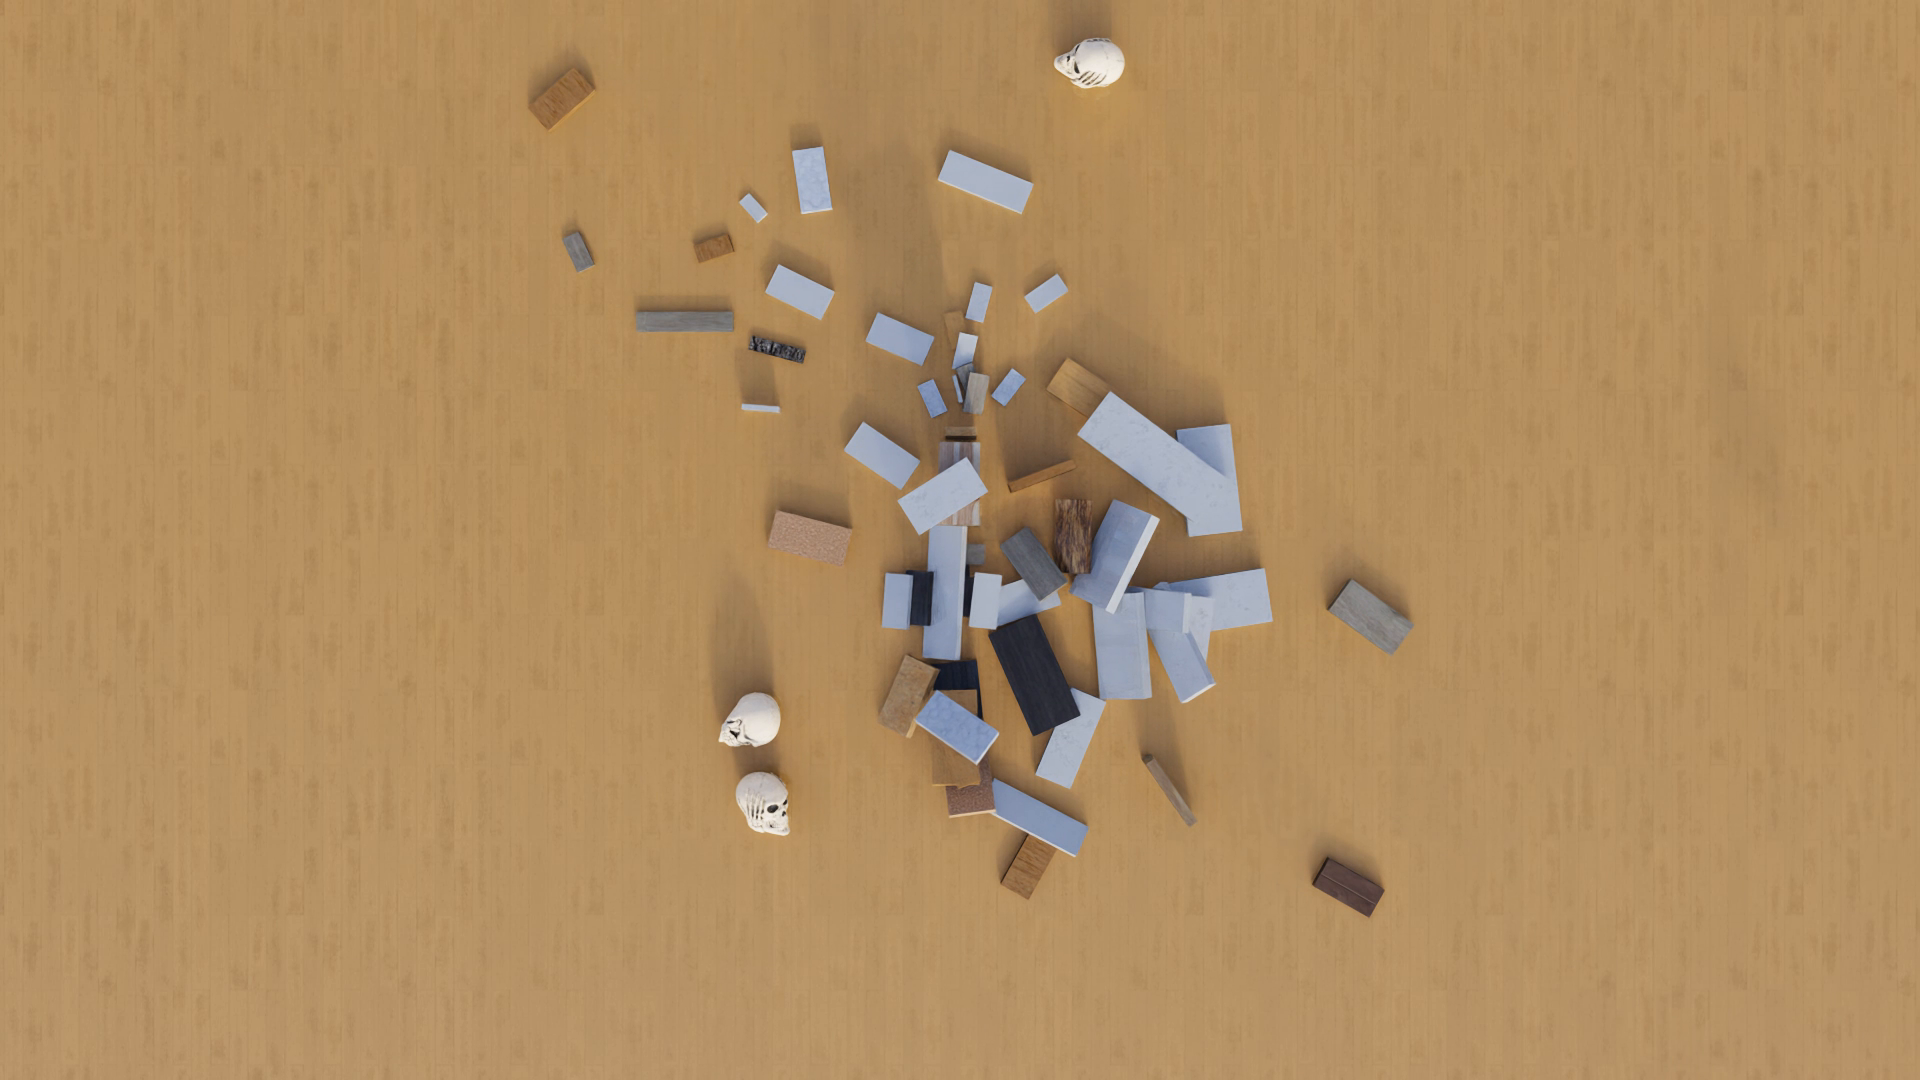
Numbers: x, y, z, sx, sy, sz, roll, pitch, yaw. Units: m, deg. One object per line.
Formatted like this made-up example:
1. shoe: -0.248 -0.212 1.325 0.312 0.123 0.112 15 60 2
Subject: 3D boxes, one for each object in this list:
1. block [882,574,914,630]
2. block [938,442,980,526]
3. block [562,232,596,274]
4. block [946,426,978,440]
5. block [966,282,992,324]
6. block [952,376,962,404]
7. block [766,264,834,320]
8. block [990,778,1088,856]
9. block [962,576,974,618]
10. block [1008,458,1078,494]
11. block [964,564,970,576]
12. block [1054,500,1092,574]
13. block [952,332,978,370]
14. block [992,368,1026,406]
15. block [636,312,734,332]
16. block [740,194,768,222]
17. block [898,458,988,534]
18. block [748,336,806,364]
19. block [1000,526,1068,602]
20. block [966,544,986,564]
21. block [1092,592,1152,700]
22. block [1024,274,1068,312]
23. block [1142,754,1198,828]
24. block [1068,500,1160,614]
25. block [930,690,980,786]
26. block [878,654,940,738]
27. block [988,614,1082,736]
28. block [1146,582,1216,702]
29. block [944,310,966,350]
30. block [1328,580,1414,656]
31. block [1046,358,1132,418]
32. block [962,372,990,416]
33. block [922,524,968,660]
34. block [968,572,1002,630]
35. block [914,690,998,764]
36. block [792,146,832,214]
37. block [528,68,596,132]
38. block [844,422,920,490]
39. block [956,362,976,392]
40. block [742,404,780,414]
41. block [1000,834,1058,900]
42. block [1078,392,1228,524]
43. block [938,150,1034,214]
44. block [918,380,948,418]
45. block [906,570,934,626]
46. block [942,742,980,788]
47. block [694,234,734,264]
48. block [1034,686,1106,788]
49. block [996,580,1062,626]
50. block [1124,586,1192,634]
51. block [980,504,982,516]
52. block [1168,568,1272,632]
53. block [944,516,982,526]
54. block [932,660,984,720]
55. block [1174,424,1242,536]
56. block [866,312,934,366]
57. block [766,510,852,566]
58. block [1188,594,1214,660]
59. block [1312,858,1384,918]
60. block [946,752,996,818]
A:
1. block: -0.207 0.203 5.470 0.090 0.026 0.180 4 90 23
2. block: -0.003 -0.179 5.220 0.131 0.037 0.261 1 90 0
3. block: -1.270 -0.957 5.491 0.061 0.017 0.122 -25 90 0
4. block: 0.004 -0.349 5.397 0.103 0.205 0.029 0 90 0
5. block: 0.063 -0.790 5.491 0.061 0.017 0.122 15 90 0
6. block: -0.008 -0.500 5.477 0.013 0.045 0.091 -14 90 0
7. block: -0.532 -0.823 5.485 0.205 0.029 0.103 26 90 0
8. block: 0.247 0.920 5.467 0.355 0.030 0.106 27 70 0
9. block: 0.009 0.187 5.471 0.067 0.019 0.134 6 91 0
10. block: 0.271 -0.211 5.442 0.231 0.116 0.033 -21 90 0
11. block: -0.001 0.150 5.491 0.067 0.019 0.134 -2 90 0
12. block: 0.374 -0.012 5.451 0.121 0.034 0.243 1 90 36
13. block: 0.016 -0.623 5.477 0.061 0.017 0.122 12 101 -5
14. block: 0.161 -0.508 5.492 0.058 0.016 0.116 38 90 0
15. block: -0.915 -0.726 5.491 0.321 0.019 0.067 0 90 0
16. block: -0.688 -1.106 5.494 0.045 0.013 0.091 -42 90 0
17. block: -0.054 -0.138 5.184 0.256 0.036 0.128 -32 90 0
18. block: -0.608 -0.634 5.494 0.186 0.013 0.045 15 90 0
19. block: 0.244 0.081 5.455 0.116 0.033 0.231 -36 76 -2
20. block: 0.016 0.046 5.491 0.134 0.019 0.067 1 90 0
21. block: 0.532 0.349 5.427 0.172 0.049 0.345 -5 90 39
22. block: 0.288 -0.820 5.491 0.133 0.019 0.067 -35 90 0
23. block: 0.690 0.824 5.437 0.035 0.125 0.250 -35 90 0
24. block: 0.505 0.053 5.423 0.172 0.049 0.345 26 90 43
25. block: -0.017 0.643 5.370 0.153 0.043 0.305 -2 74 1
26. block: -0.171 0.516 5.454 0.123 0.035 0.246 23 90 30
27. block: 0.247 0.446 5.454 0.172 0.049 0.365 -24 85 4
28. block: 0.699 0.333 5.384 0.129 0.036 0.378 -39 65 35
29. block: -0.011 -0.698 5.491 0.061 0.017 0.122 -13 90 0
30. block: 1.364 0.257 5.482 0.257 0.036 0.129 36 90 0
31. block: 0.427 -0.481 5.482 0.257 0.036 0.128 34 90 0
32. block: 0.053 -0.486 5.471 0.067 0.019 0.133 10 100 -6
33. block: -0.050 0.172 5.456 0.123 0.035 0.441 3 90 28
34. block: 0.083 0.201 5.450 0.090 0.026 0.180 6 90 -4
35. block: -0.010 0.604 5.321 0.246 0.035 0.123 33 73 16
36. block: -0.491 -1.196 5.485 0.103 0.029 0.206 -8 90 0
37. block: -1.323 -1.464 5.485 0.206 0.029 0.103 -41 90 0
38. block: -0.258 -0.279 5.484 0.231 0.033 0.116 34 90 0
39. block: 0.034 -0.526 5.480 0.058 0.016 0.116 -23 102 0
40. block: -0.659 -0.436 5.469 0.122 0.061 0.017 5 90 0
41. block: 0.233 1.076 5.485 0.106 0.030 0.212 29 90 0
42. block: 0.633 -0.272 5.429 0.485 0.050 0.178 37 92 2
43. block: 0.086 -1.190 5.485 0.301 0.029 0.103 22 90 0
44. block: -0.092 -0.471 5.492 0.058 0.016 0.116 -24 90 0
45. block: -0.138 0.192 5.468 0.090 0.026 0.180 3 90 28
46. block: 0.005 0.713 5.316 0.079 0.022 0.158 -19 75 -4
47. block: -0.820 -0.969 5.491 0.122 0.017 0.061 -19 90 0
48. block: 0.368 0.657 5.482 0.125 0.035 0.313 23 90 0
49. block: 0.202 0.196 5.483 0.243 0.034 0.122 -19 90 0
50. block: 0.635 0.225 5.393 0.257 0.036 0.128 6 94 42
51. block: 0.005 -0.099 5.369 0.131 0.261 0.037 2 90 0
52. block: 0.845 0.209 5.475 0.356 0.050 0.178 -9 90 0
53. block: 0.006 -0.063 5.378 0.122 0.243 0.034 2 90 0
54. block: -0.004 0.556 5.439 0.153 0.043 0.305 -6 74 0
55. block: 0.825 -0.198 5.475 0.178 0.050 0.356 -7 90 0
56. block: -0.199 -0.667 5.485 0.205 0.029 0.103 24 90 0
57. block: -0.499 -0.005 5.482 0.257 0.036 0.129 15 90 0
58. block: 0.758 0.306 5.431 0.125 0.035 0.250 7 96 -2
59. block: 1.291 1.155 5.485 0.212 0.030 0.106 30 90 0
60. block: 0.021 0.749 5.426 0.153 0.043 0.305 -8 70 -1
